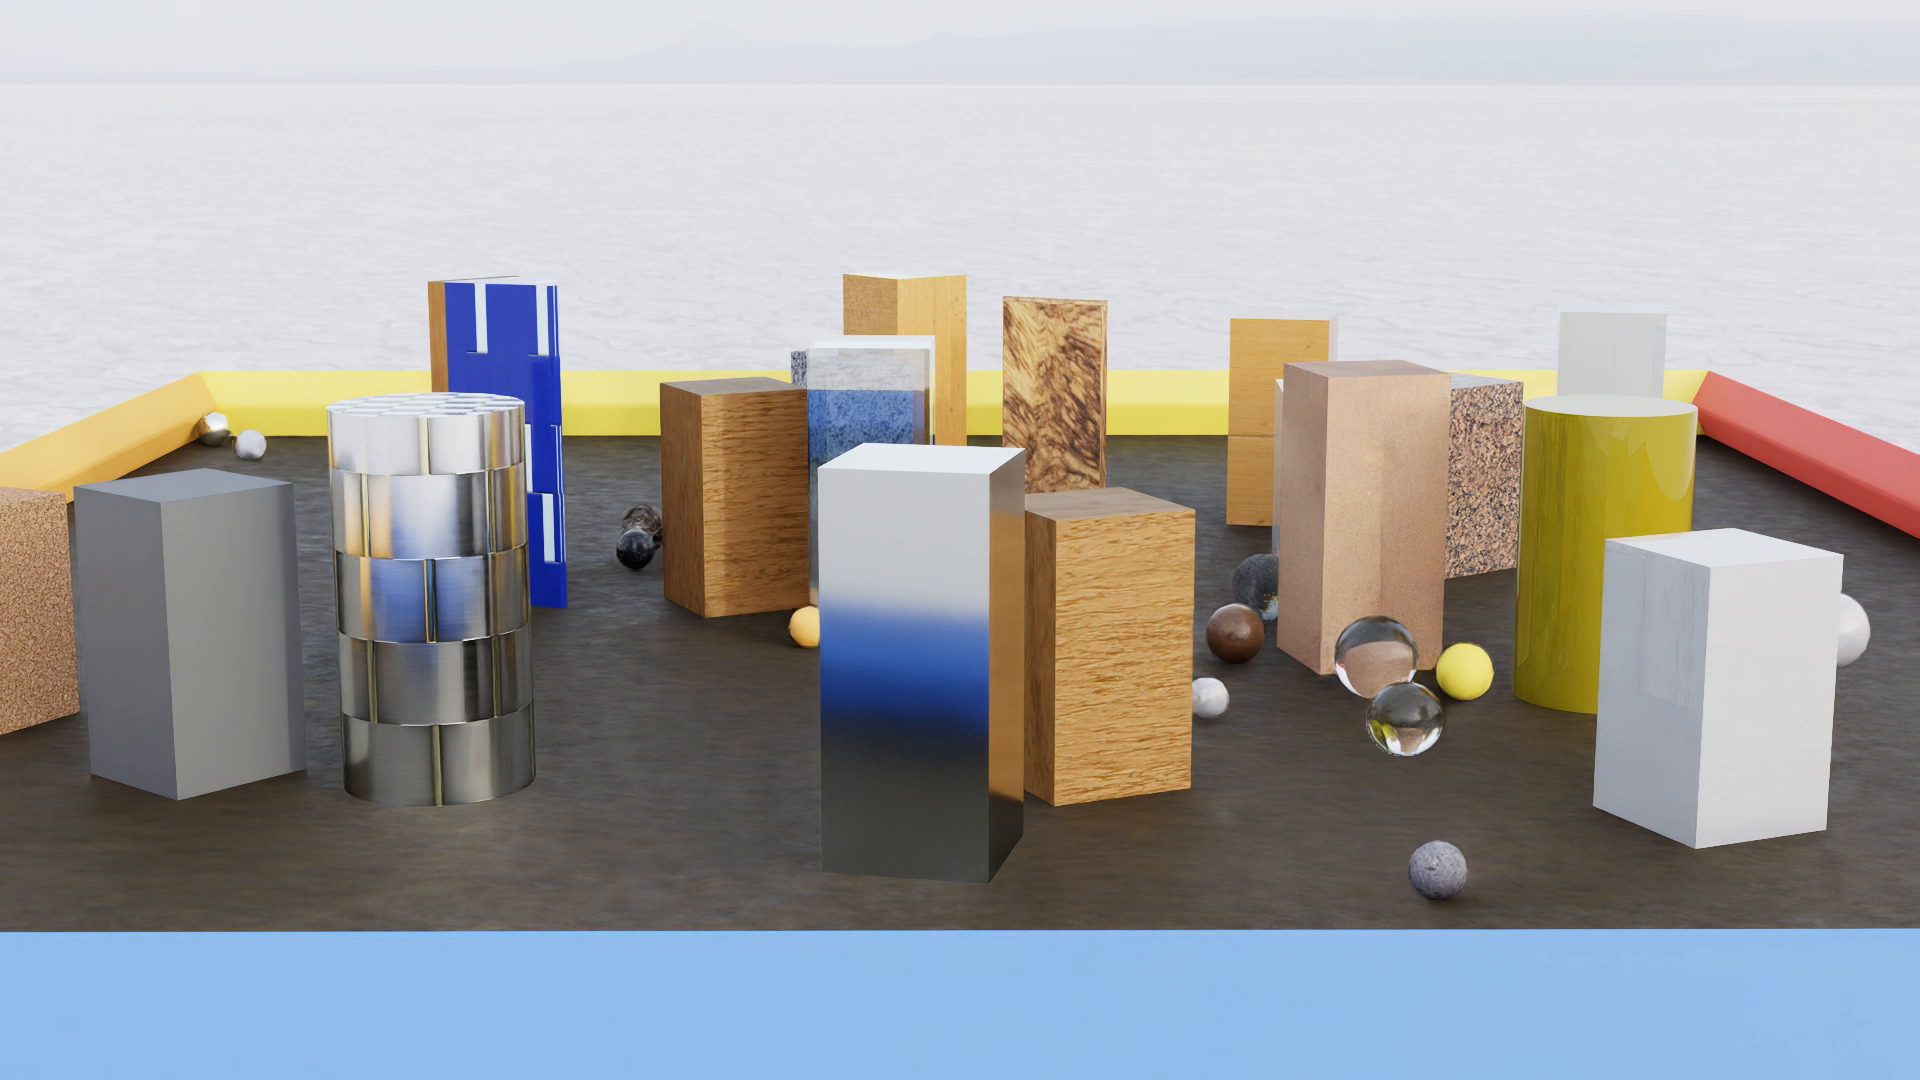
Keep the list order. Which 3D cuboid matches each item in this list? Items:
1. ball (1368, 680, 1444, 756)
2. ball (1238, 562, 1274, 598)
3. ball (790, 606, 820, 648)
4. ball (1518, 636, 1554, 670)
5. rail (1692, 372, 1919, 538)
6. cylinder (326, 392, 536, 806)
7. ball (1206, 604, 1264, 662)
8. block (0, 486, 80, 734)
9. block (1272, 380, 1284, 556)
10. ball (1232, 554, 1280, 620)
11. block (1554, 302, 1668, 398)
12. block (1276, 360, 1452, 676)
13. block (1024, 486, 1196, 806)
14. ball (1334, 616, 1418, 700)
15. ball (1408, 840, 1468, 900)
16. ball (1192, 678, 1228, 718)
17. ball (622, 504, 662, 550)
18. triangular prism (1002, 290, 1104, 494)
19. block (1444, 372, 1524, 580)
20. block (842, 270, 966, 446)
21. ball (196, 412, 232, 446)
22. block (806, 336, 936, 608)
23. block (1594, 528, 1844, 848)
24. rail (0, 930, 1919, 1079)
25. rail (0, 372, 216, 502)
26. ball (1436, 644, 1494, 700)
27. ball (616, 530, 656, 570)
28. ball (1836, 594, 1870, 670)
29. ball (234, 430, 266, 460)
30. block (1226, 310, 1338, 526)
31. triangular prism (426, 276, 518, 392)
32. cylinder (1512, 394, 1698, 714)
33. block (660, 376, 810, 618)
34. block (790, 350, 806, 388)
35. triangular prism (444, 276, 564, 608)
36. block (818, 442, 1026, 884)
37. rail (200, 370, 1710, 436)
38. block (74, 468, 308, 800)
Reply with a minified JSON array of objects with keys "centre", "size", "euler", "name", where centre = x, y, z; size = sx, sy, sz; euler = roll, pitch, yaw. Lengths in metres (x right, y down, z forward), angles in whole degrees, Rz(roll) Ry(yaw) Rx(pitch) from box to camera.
[{"centre":[0.475,0.190,2.736],"size":[0.080,0.080,0.080],"euler":[0,11,0],"name":"ball"},{"centre":[0.408,0.055,3.540],"size":[0.052,0.052,0.052],"euler":[0,11,0],"name":"ball"},{"centre":[-0.190,0.110,3.244],"size":[0.051,0.051,0.051],"euler":[0,11,0],"name":"ball"},{"centre":[0.700,0.138,3.120],"size":[0.042,0.042,0.042],"euler":[0,11,0],"name":"ball"},{"centre":[1.473,0.031,3.457],"size":[0.045,0.126,3.341],"euler":[0,11,0],"name":"rail"},{"centre":[-0.536,0.056,2.610],"size":[0.195,0.389,0.195],"euler":[0,11,0],"name":"cylinder"},{"centre":[0.339,0.115,3.158],"size":[0.073,0.073,0.073],"euler":[0,11,0],"name":"ball"},{"centre":[-1.108,0.078,2.866],"size":[0.156,0.253,0.156],"euler":[5,12,27],"name":"block"},{"centre":[0.524,-0.075,3.604],"size":[0.156,0.284,0.156],"euler":[1,11,3],"name":"block"},{"centre":[0.404,0.062,3.396],"size":[0.089,0.089,0.089],"euler":[0,11,0],"name":"ball"},{"centre":[0.997,-0.179,3.961],"size":[0.156,0.358,0.156],"euler":[2,11,11],"name":"block"},{"centre":[0.494,-0.032,3.156],"size":[0.156,0.361,0.156],"euler":[-2,11,-12],"name":"block"},{"centre":[0.132,0.104,2.626],"size":[0.156,0.288,0.156],"euler":[-5,12,-24],"name":"block"},{"centre":[0.482,0.136,2.977],"size":[0.097,0.097,0.097],"euler":[0,11,0],"name":"ball"},{"centre":[0.422,0.291,2.266],"size":[0.051,0.051,0.051],"euler":[0,11,0],"name":"ball"},{"centre":[0.279,0.178,2.890],"size":[0.047,0.047,0.047],"euler":[0,11,0],"name":"ball"},{"centre":[-0.475,-0.017,3.873],"size":[0.072,0.072,0.072],"euler":[0,11,0],"name":"ball"},{"centre":[0.172,-0.186,3.931],"size":[0.169,0.382,0.146],"euler":[5,12,26],"name":"triangular prism"},{"centre":[0.707,-0.098,3.753],"size":[0.156,0.274,0.156],"euler":[-8,13,-35],"name":"block"},{"centre":[-0.098,-0.293,4.568],"size":[0.156,0.360,0.156],"euler":[-9,14,-39],"name":"block"},{"centre":[-1.439,-0.214,4.951],"size":[0.065,0.065,0.065],"euler":[0,11,0],"name":"ball"},{"centre":[-0.113,-0.073,3.349],"size":[0.156,0.373,0.156],"euler":[0,11,2],"name":"block"},{"centre":[0.732,0.139,2.488],"size":[0.156,0.270,0.156],"euler":[-4,11,-23],"name":"block"},{"centre":[0.009,0.333,1.830],"size":[2.993,0.126,0.045],"euler":[0,11,0],"name":"rail"},{"centre":[-1.473,0.034,3.441],"size":[0.045,0.126,3.341],"euler":[0,11,0],"name":"rail"},{"centre":[0.585,0.153,2.972],"size":[0.066,0.066,0.066],"euler":[0,11,0],"name":"ball"},{"centre":[-0.474,0.014,3.745],"size":[0.058,0.058,0.058],"euler":[0,11,0],"name":"ball"},{"centre":[1.057,0.110,3.121],"size":[0.096,0.096,0.096],"euler":[0,11,0],"name":"ball"},{"centre":[-1.320,-0.177,4.773],"size":[0.056,0.056,0.056],"euler":[0,11,0],"name":"ball"},{"centre":[0.521,-0.198,4.139],"size":[0.156,0.331,0.156],"euler":[3,11,13],"name":"block"},{"centre":[-0.745,-0.229,4.156],"size":[0.169,0.386,0.146],"euler":[3,11,16],"name":"triangular prism"},{"centre":[0.746,0.013,2.974],"size":[0.195,0.340,0.195],"euler":[0,11,0],"name":"cylinder"},{"centre":[-0.305,-0.062,3.493],"size":[0.156,0.298,0.156],"euler":[-5,12,-27],"name":"block"},{"centre":[-0.178,-0.188,4.300],"size":[0.156,0.251,0.156],"euler":[-6,12,-29],"name":"block"},{"centre":[-0.592,-0.140,3.536],"size":[0.169,0.437,0.146],"euler":[4,11,19],"name":"triangular prism"},{"centre":[-0.033,0.109,2.367],"size":[0.156,0.373,0.156],"euler":[2,11,13],"name":"block"},{"centre":[-0.009,-0.268,5.068],"size":[2.993,0.126,0.045],"euler":[0,11,0],"name":"rail"},{"centre":[-0.794,0.092,2.650],"size":[0.156,0.303,0.156],"euler":[9,14,39],"name":"block"}]
